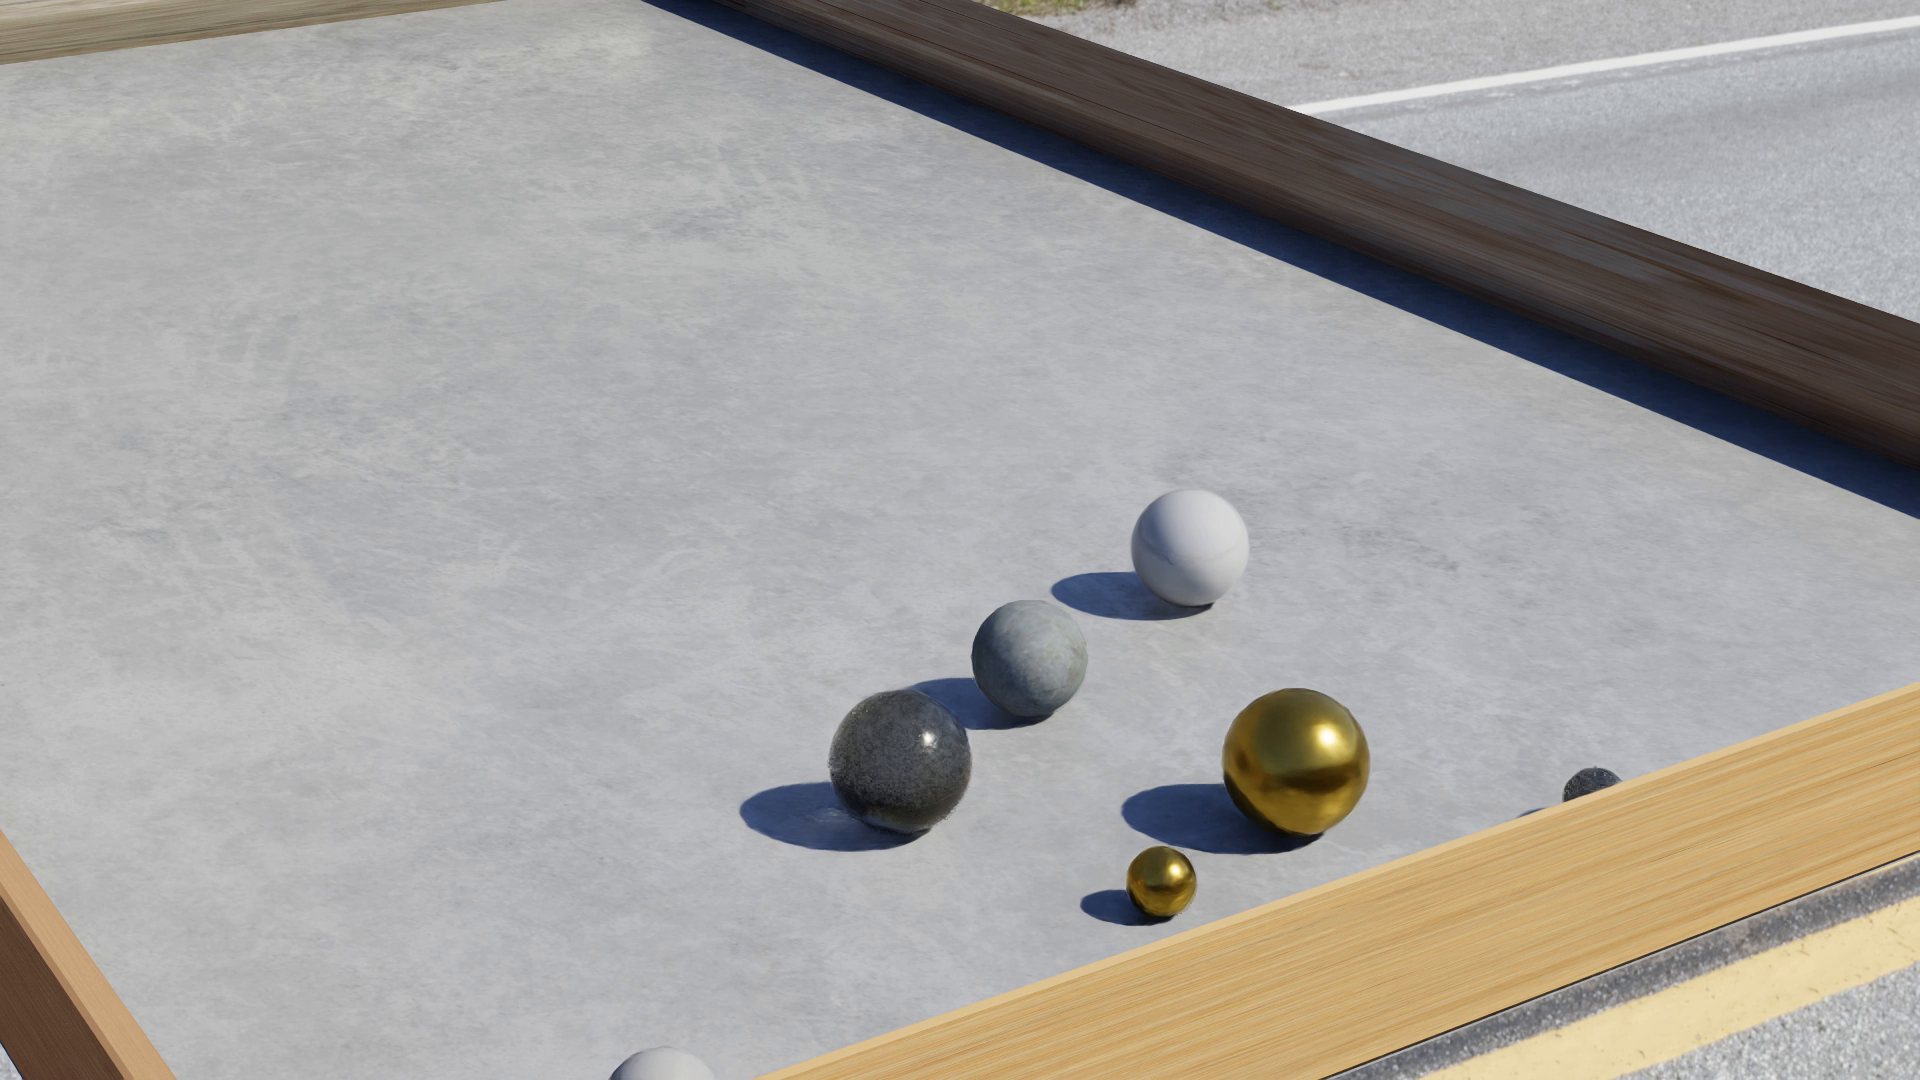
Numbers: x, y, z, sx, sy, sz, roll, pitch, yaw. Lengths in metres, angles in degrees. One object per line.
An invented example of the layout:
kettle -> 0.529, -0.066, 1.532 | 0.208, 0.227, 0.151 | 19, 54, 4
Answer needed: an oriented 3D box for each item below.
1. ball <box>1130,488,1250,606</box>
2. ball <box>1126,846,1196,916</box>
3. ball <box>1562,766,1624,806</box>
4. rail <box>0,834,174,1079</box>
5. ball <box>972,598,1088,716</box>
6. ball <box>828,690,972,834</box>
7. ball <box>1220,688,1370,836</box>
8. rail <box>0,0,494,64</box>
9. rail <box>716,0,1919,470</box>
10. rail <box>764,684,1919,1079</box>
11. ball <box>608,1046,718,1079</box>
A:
ball -> 0.180, 0.006, 2.302 | 0.093, 0.093, 0.093 | 0, 23, 0
ball -> 0.127, 0.216, 1.864 | 0.045, 0.045, 0.045 | 0, 23, 0
ball -> 0.425, 0.173, 1.968 | 0.043, 0.043, 0.043 | 0, 23, 0
rail -> -1.076, -0.092, 2.486 | 0.045, 0.129, 2.880 | -14, 26, -30
ball -> 0.050, 0.085, 2.125 | 0.084, 0.084, 0.084 | 0, 23, 0
ball -> -0.040, 0.148, 1.961 | 0.096, 0.096, 0.096 | 0, 23, 0
ball -> 0.223, 0.148, 1.957 | 0.099, 0.099, 0.099 | 0, 23, 0
rail -> -1.149, -0.725, 3.992 | 1.683, 0.129, 0.045 | -14, 26, -30
rail -> 0.302, -0.433, 3.297 | 0.045, 0.129, 2.880 | -14, 26, -30
rail -> 0.374, 0.200, 1.790 | 1.683, 0.129, 0.045 | -14, 26, -30
ball -> -0.162, 0.311, 1.608 | 0.068, 0.068, 0.068 | 0, 23, 0
